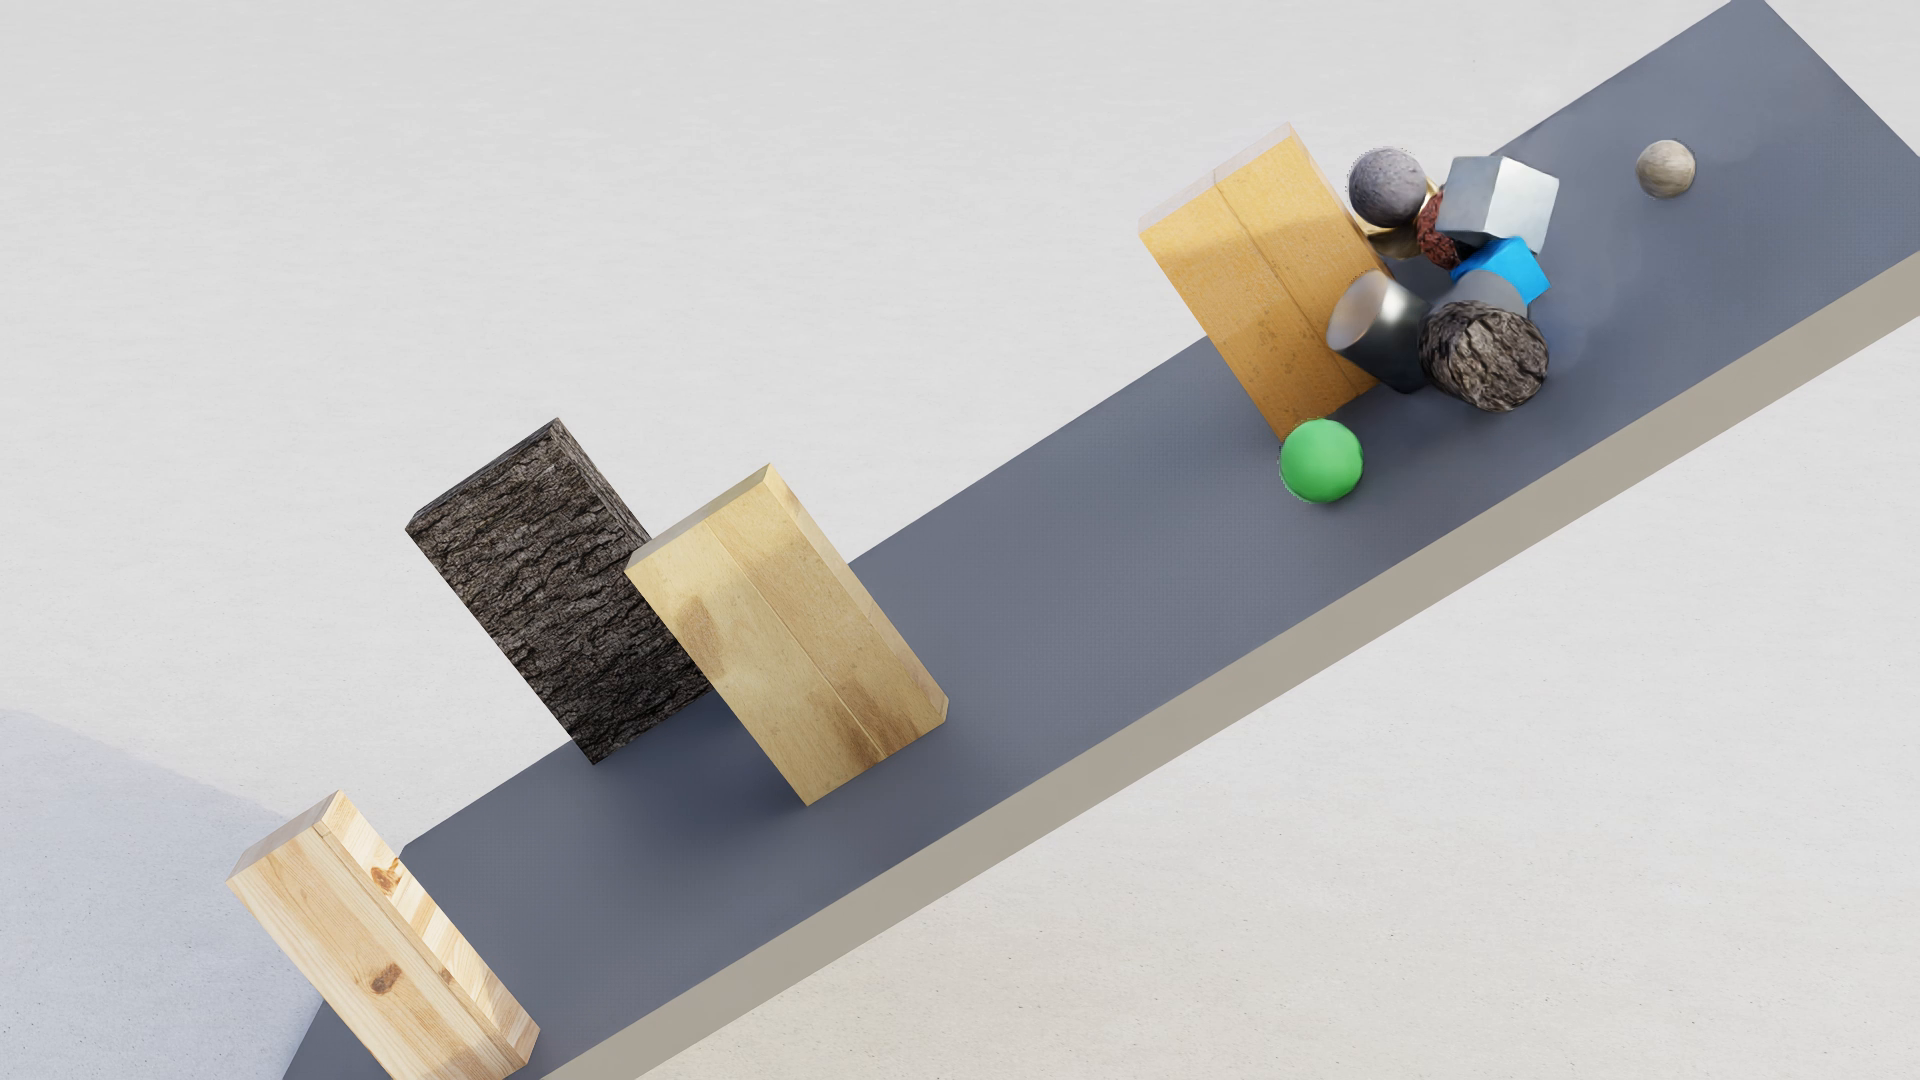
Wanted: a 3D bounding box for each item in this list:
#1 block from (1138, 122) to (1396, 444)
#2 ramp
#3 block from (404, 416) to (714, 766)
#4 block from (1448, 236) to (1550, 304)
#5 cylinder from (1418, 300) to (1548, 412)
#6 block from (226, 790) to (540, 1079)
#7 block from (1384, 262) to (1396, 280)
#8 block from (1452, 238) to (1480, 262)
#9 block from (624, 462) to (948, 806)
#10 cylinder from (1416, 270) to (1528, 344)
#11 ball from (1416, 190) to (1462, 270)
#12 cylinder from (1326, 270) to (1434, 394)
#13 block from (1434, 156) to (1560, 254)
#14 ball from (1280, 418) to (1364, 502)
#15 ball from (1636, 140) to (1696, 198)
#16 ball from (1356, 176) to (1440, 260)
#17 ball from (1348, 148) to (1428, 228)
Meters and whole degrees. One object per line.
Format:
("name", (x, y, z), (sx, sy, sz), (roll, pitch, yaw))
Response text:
("block", (0.664, -0.524, 6.005), (0.364, 0.535, 0.128), (-32, 16, 15))
("ramp", (0.136, 0.174, 6.305), (4.000, 0.100, 2.000), (-32, 16, 15))
("block", (-0.935, 0.130, 7.156), (0.442, 0.749, 0.119), (-32, 16, 15))
("block", (1.064, -0.514, 5.803), (0.117, 0.117, 0.117), (-37, 13, -15))
("cylinder", (0.971, -0.344, 5.464), (0.185, 0.185, 0.185), (-4, 12, -10))
("block", (-1.124, 0.816, 5.754), (0.244, 0.636, 0.134), (-32, 16, 15))
("block", (0.865, -0.490, 6.162), (0.115, 0.115, 0.115), (-19, 34, 3))
("block", (1.076, -0.629, 6.079), (0.107, 0.107, 0.107), (-23, 14, 7))
("block", (-0.345, 0.194, 5.924), (0.345, 0.619, 0.109), (-32, 16, 15))
("cylinder", (0.991, -0.418, 5.700), (0.154, 0.154, 0.154), (19, 52, 40))
("ball", (1.057, -0.658, 6.219), (0.179, 0.179, 0.179), (0, 21, 0))
("cylinder", (0.852, -0.411, 5.828), (0.179, 0.179, 0.179), (30, 11, -22))
("block", (1.077, -0.671, 5.901), (0.154, 0.154, 0.154), (16, -3, -30))
("ball", (0.685, -0.150, 5.570), (0.159, 0.159, 0.159), (0, 21, 0))
("ball", (1.397, -0.734, 5.825), (0.115, 0.115, 0.115), (0, 21, 0))
("ball", (0.979, -0.723, 6.528), (0.202, 0.202, 0.202), (0, 21, 0))
("ball", (0.914, -0.751, 6.286), (0.168, 0.168, 0.168), (0, 21, 0))
